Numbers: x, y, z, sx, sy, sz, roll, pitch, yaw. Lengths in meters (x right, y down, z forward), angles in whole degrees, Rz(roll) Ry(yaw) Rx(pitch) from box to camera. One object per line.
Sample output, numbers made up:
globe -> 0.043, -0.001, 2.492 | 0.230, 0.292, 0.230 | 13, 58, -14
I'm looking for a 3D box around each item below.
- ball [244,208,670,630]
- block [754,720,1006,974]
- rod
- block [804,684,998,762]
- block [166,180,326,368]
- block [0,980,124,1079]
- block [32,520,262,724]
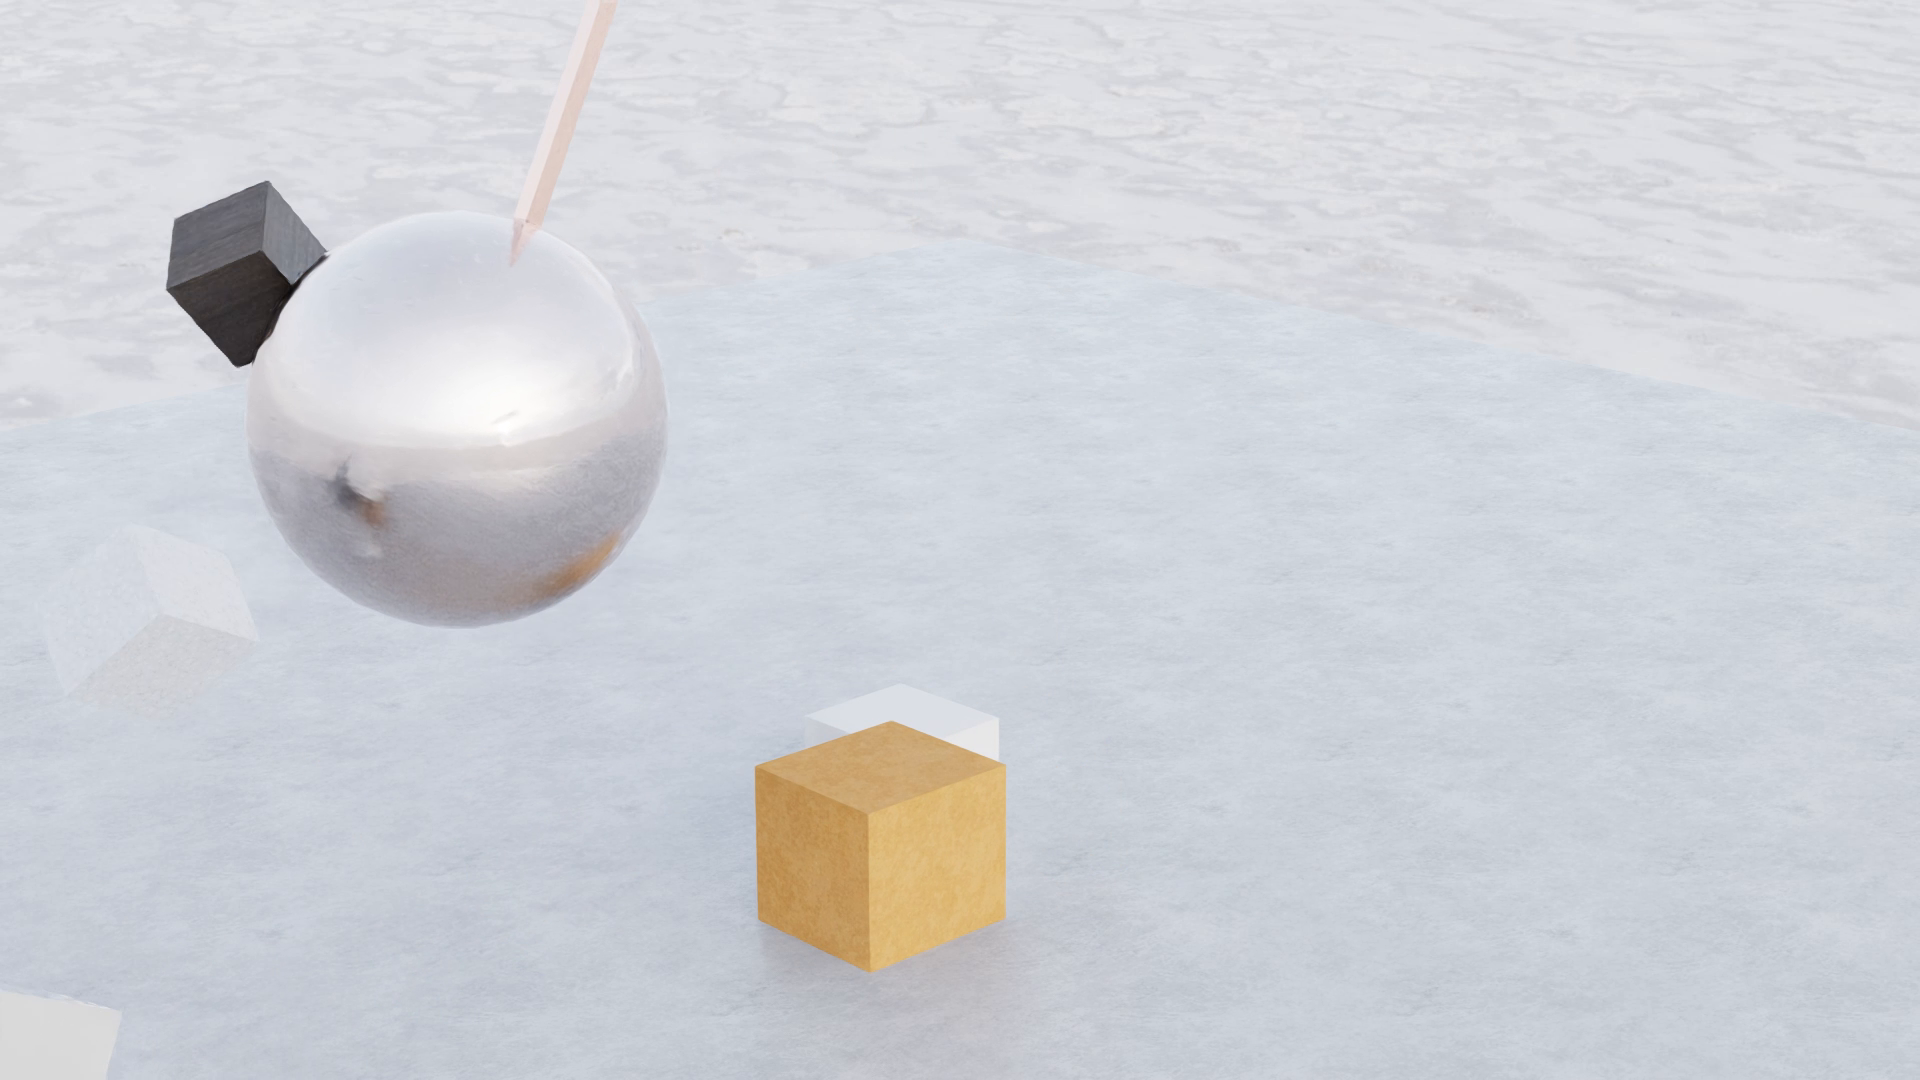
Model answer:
ball -> -1.911, -0.460, 11.194 | 1.600, 1.600, 1.600 | 0, 17, 0
block -> -0.346, 1.331, 12.888 | 0.807, 0.732, 0.744 | -16, 23, -41
rod -> -0.828, -3.681, 11.317 | 0.080, 5.200, 0.080 | 17, -3, 42
block -> -0.277, 1.095, 13.955 | 0.631, 0.543, 0.670 | -17, 24, -42
block -> -2.806, -1.051, 11.623 | 0.432, 0.487, 0.411 | -20, 47, 13
block -> -3.533, 1.945, 10.668 | 0.506, 0.644, 0.618 | 7, -12, 31
block -> -2.793, 0.286, 10.081 | 0.479, 0.479, 0.406 | 25, 30, -56
